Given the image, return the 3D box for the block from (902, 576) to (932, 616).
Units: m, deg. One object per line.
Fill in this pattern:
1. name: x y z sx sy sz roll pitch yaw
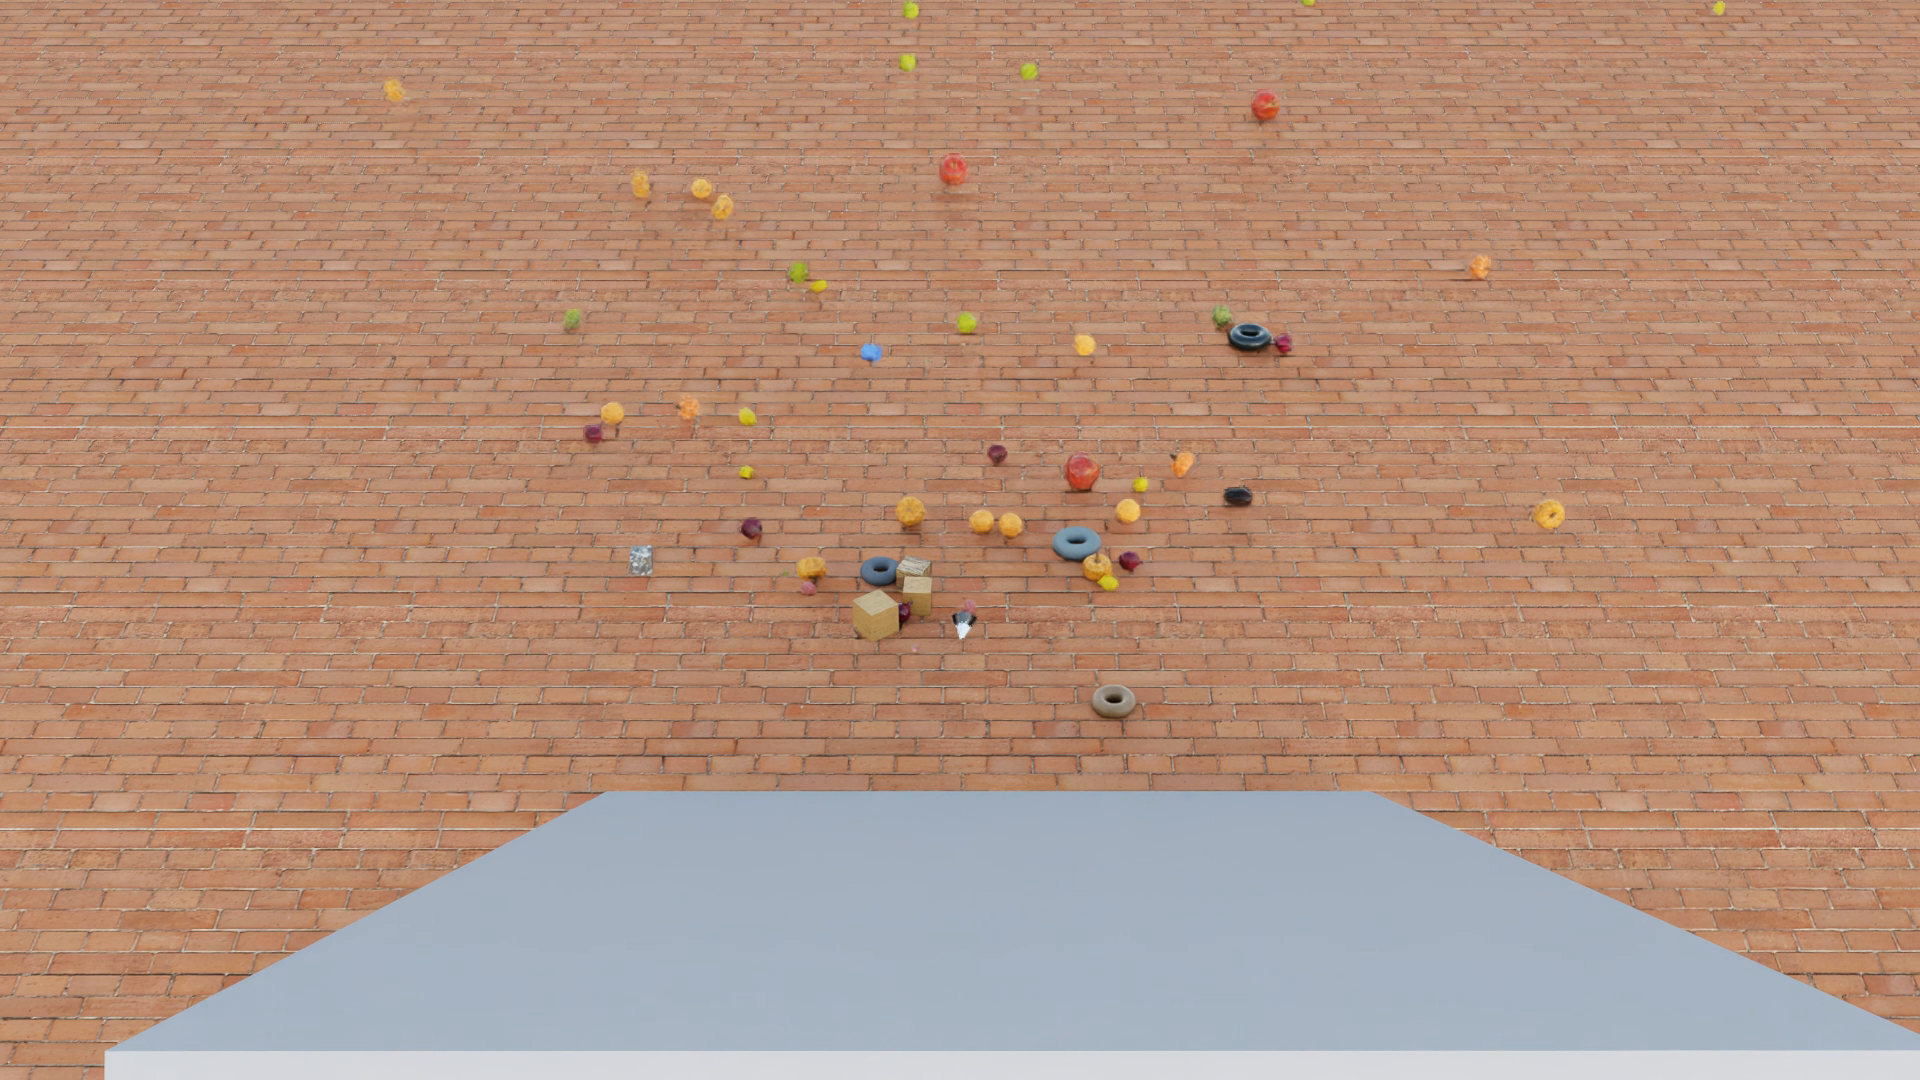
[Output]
1. block: -0.124 0.164 7.602 0.080 0.080 0.080 2 34 3

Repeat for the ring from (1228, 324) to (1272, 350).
1. ring: 0.992 -0.696 8.892 0.149 0.050 0.149 0 31 0

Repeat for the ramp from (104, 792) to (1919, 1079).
1. ramp: 0.076 0.655 4.802 2.000 0.100 4.000 0 -2 0

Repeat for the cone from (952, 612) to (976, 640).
1. cone: 0.008 0.257 7.508 0.072 0.072 0.072 5 61 8

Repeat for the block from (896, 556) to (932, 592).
1. block: -0.135 0.106 7.687 0.080 0.080 0.080 13 36 19

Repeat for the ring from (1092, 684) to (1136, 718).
1. ring: 0.427 0.449 7.218 0.127 0.042 0.127 0 36 0

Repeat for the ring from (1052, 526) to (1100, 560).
1. ring: 0.353 0.010 7.857 0.149 0.050 0.149 -1 34 1

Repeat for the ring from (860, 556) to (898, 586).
1. ring: -0.237 0.093 7.743 0.123 0.041 0.123 -1 35 0

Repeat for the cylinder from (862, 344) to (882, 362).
1. cylinder: -0.301 -0.633 8.799 0.052 0.052 0.052 15 37 21

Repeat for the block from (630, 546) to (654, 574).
1. block: -0.953 0.060 7.771 0.063 0.063 0.063 -2 34 -2

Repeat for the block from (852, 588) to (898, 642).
1. block: -0.244 0.219 7.508 0.095 0.095 0.095 -23 40 -30
